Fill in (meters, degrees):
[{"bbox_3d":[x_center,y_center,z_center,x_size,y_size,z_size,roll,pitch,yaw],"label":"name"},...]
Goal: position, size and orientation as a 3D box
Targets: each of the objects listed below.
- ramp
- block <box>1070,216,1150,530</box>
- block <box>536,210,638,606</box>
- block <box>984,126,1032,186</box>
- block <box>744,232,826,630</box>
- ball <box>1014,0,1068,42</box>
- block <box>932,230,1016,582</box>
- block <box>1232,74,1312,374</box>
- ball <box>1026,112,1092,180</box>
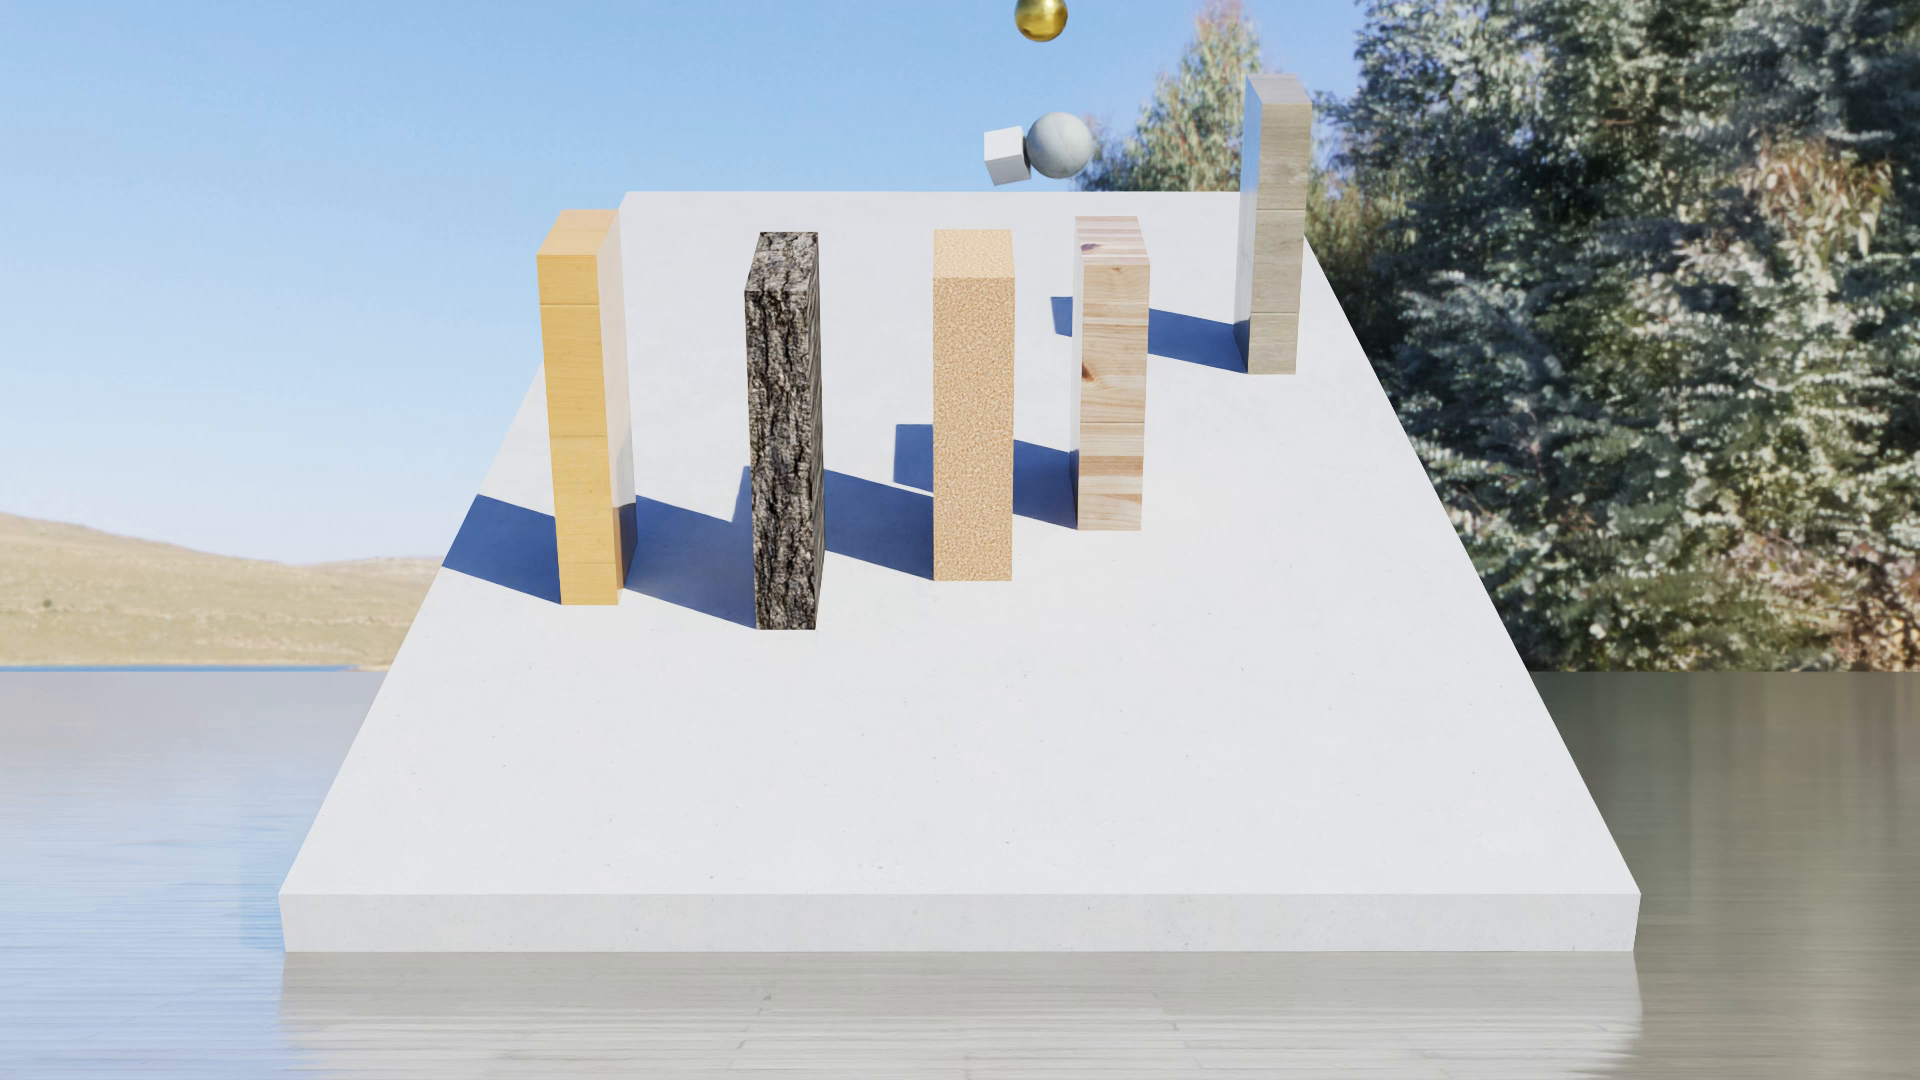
[{"bbox_3d":[-0.008,-0.226,5.255,2.000,0.100,4.000,0,23,0],"label":"ramp"},{"bbox_3d":[0.300,-0.342,4.701,0.127,0.553,0.351,0,23,0],"label":"block"},{"bbox_3d":[-0.690,-0.248,4.322,0.105,0.676,0.301,0,23,0],"label":"block"},{"bbox_3d":[0.146,-1.174,7.081,0.116,0.116,0.116,-9,-35,14],"label":"block"},{"bbox_3d":[-0.317,-0.205,4.266,0.108,0.643,0.372,0,23,0],"label":"block"},{"bbox_3d":[0.244,-1.580,6.967,0.163,0.163,0.163,0,-3,0],"label":"ball"},{"bbox_3d":[0.024,-0.261,4.449,0.149,0.602,0.319,0,23,0],"label":"block"},{"bbox_3d":[0.743,-0.756,5.538,0.114,0.652,0.314,0,23,0],"label":"block"},{"bbox_3d":[0.300,-1.201,7.049,0.203,0.203,0.203,0,-3,0],"label":"ball"}]
